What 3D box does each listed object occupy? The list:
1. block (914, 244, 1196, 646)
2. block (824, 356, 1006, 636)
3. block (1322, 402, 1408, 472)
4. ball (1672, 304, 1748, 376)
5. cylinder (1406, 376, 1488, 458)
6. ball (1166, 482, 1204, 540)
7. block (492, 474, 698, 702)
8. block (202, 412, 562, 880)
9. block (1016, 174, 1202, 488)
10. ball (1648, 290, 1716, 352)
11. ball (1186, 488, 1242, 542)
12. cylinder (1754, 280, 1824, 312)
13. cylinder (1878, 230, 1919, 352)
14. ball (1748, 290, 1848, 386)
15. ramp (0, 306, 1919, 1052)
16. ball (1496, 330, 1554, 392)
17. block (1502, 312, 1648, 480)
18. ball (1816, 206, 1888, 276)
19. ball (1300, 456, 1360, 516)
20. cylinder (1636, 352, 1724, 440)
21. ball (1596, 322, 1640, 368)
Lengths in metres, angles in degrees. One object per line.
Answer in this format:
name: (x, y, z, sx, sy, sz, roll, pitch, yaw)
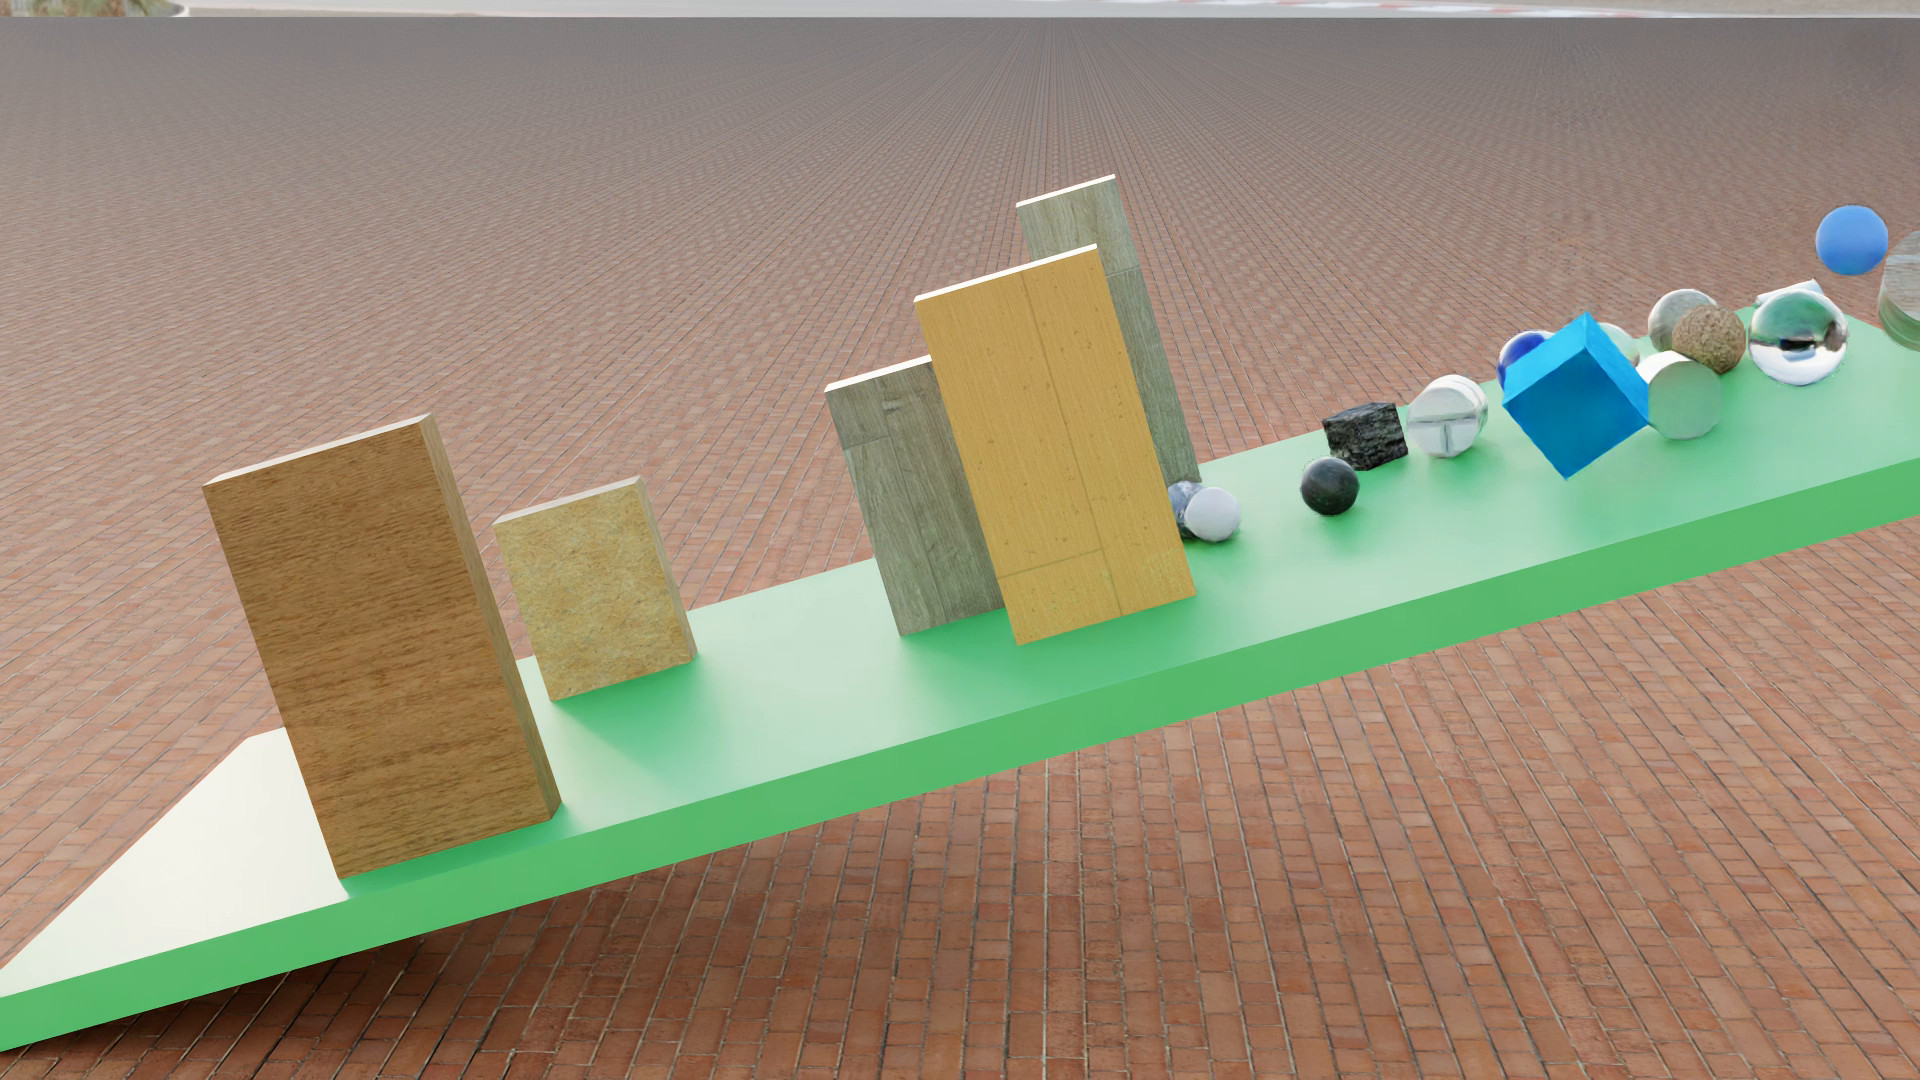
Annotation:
block: (0.191, -0.187, 5.826, 0.371, 0.715, 0.098, -16, 10, 5)
block: (-0.078, -0.099, 6.280, 0.265, 0.550, 0.116, -16, 10, 5)
block: (0.910, -0.231, 6.608, 0.121, 0.121, 0.121, -21, 11, -23)
ball: (1.635, -0.436, 6.416, 0.159, 0.159, 0.159, 0, 11, 0)
cylinder: (1.066, -0.271, 6.433, 0.156, 0.156, 0.156, 4, 14, 18)
ball: (0.489, -0.064, 6.375, 0.126, 0.126, 0.126, 0, 11, 0)
block: (-0.834, 0.111, 6.735, 0.340, 0.429, 0.117, -16, 10, 5)
block: (-1.092, 0.203, 5.589, 0.429, 0.794, 0.130, -16, 10, 5)
block: (0.356, -0.470, 7.003, 0.241, 0.752, 0.125, -16, 10, 5)
ball: (1.638, -0.482, 6.637, 0.168, 0.168, 0.168, 0, 11, 0)
ball: (0.540, -0.054, 6.263, 0.117, 0.117, 0.117, 0, 11, 0)
cylinder: (1.836, -0.494, 6.489, 0.129, 0.129, 0.129, -16, 11, 2)
cylinder: (1.929, -0.494, 5.834, 0.197, 0.197, 0.197, 3, -13, 14)
ball: (1.720, -0.415, 6.038, 0.200, 0.200, 0.200, 0, 11, 0)
ramp: (0.091, 0.186, 6.319, 4.000, 0.100, 2.000, -16, 10, 5)
ball: (1.235, -0.366, 6.303, 0.168, 0.168, 0.168, 0, 11, 0)
block: (1.195, -0.281, 5.704, 0.195, 0.195, 0.195, -37, 12, 25)
ball: (1.794, -0.602, 5.915, 0.141, 0.141, 0.141, 0, 11, 0)
ball: (0.776, -0.113, 6.172, 0.123, 0.123, 0.123, 0, 11, 0)
cylinder: (1.444, -0.292, 5.930, 0.160, 0.160, 0.160, 0, 10, 2)
ball: (1.390, -0.381, 6.428, 0.191, 0.191, 0.191, 0, 11, 0)
